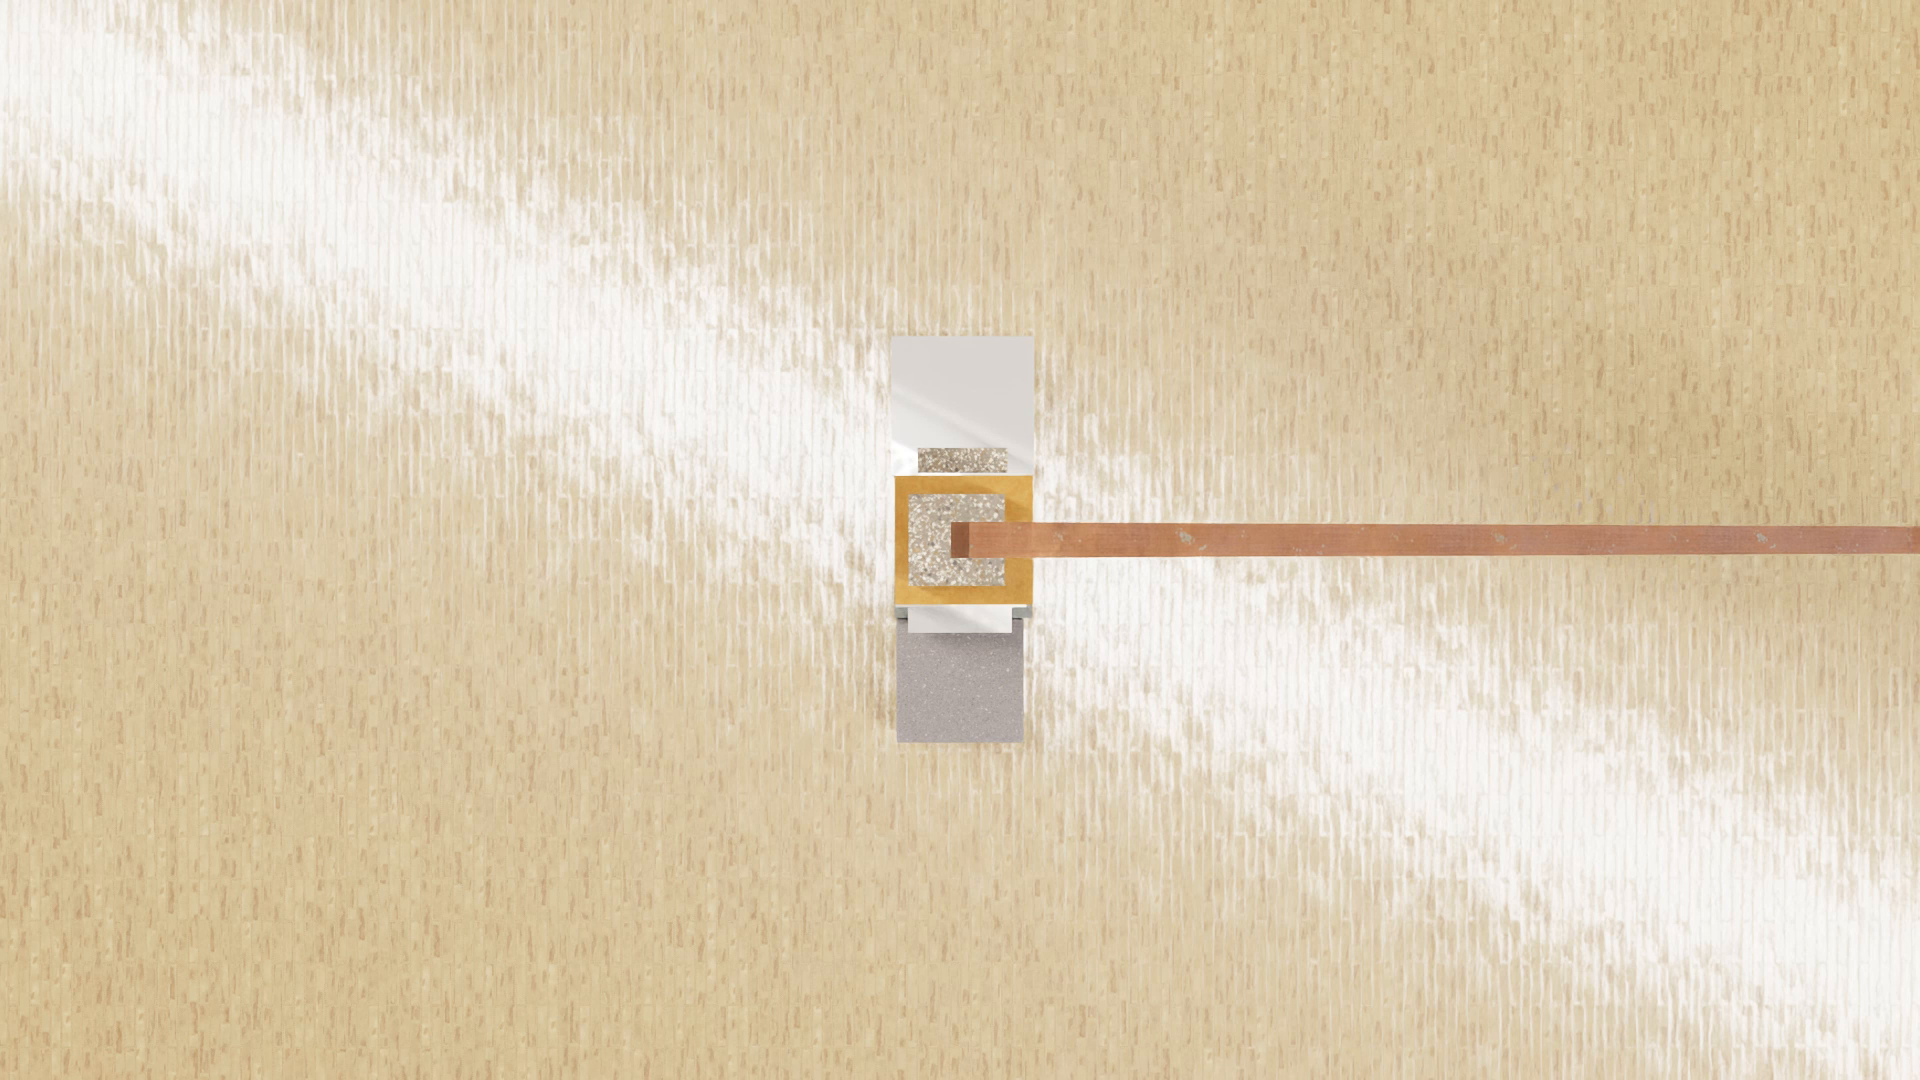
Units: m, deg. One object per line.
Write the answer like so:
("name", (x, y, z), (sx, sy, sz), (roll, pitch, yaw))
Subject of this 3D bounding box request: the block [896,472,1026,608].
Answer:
("block", (0.004, 0.000, 11.411), (0.659, 0.604, 0.677), (0, 90, 0))

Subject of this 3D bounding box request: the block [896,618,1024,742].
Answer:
("block", (0.000, 0.792, 12.679), (0.712, 0.642, 0.692), (0, 90, 0))

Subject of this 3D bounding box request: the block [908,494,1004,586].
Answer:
("block", (-0.014, -0.001, 9.673), (0.414, 0.431, 0.396), (0, 90, 0))

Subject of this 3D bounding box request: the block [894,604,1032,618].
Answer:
("block", (0.018, 0.042, 12.632), (0.765, 0.736, 0.788), (0, 90, 0))

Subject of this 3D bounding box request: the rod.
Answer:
("rod", (2.234, 0.000, 6.205), (5.200, 0.080, 0.080), (0, 90, -31))

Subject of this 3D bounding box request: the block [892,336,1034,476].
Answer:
("block", (0.016, -0.750, 12.638), (0.797, 0.724, 0.775), (0, 90, 0))

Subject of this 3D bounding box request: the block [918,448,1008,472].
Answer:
("block", (0.013, -0.250, 12.011), (0.482, 0.507, 0.487), (0, 90, 0))

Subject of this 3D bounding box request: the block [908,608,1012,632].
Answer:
("block", (0.000, 0.249, 11.989), (0.551, 0.551, 0.490), (0, 90, 0))

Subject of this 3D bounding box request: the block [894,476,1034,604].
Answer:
("block", (0.018, 0.000, 10.251), (0.621, 0.726, 0.582), (0, 90, 0))
